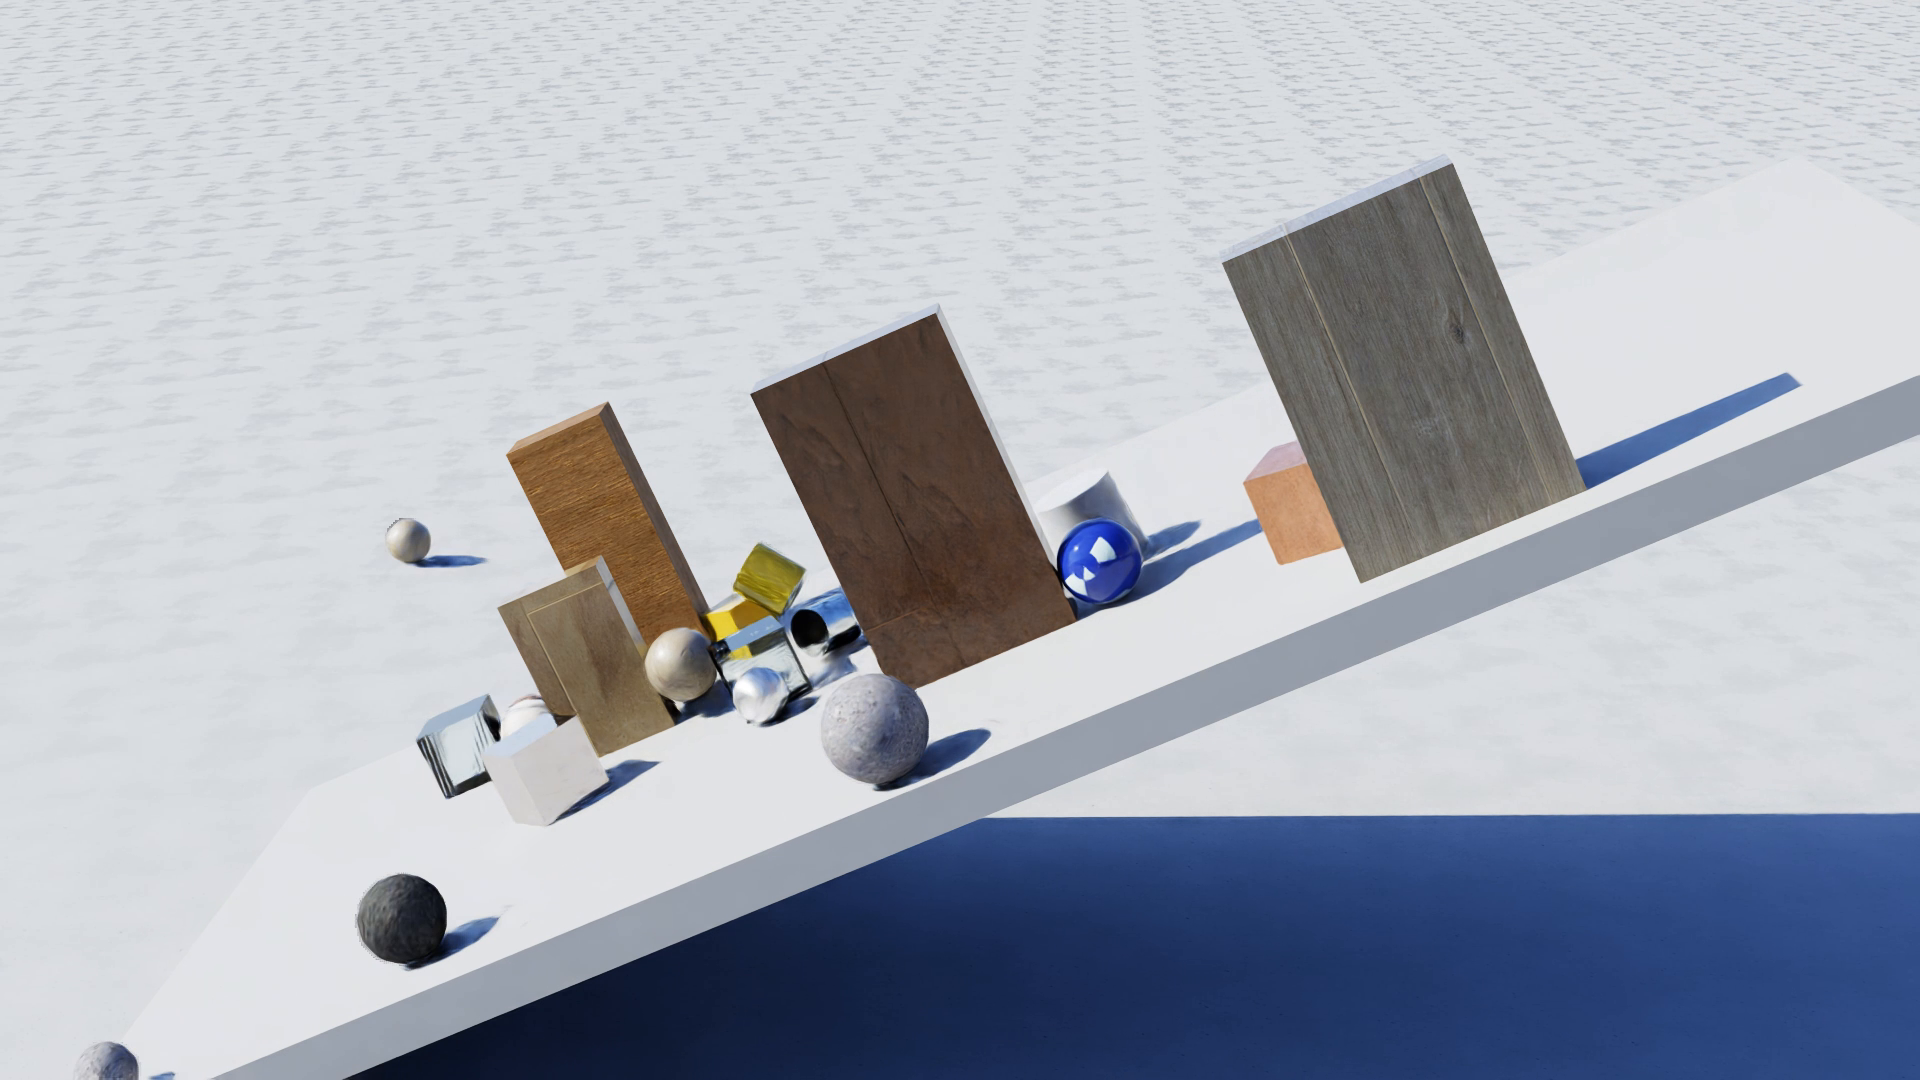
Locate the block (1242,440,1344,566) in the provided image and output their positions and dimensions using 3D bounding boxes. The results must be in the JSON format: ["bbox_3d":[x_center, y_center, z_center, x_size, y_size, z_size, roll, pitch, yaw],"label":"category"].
[{"bbox_3d":[0.685,-0.088,5.653,0.181,0.181,0.181,-17,15,30],"label":"block"}]

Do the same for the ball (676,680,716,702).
[{"bbox_3d":[-0.623,0.290,6.641,0.152,0.152,0.152,0,15,0],"label":"ball"}]

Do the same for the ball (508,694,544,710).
[{"bbox_3d":[-1.005,0.421,6.899,0.120,0.120,0.120,0,15,0],"label":"ball"}]

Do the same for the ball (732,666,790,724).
[{"bbox_3d":[-0.418,0.326,6.188,0.119,0.119,0.119,0,15,0],"label":"ball"}]

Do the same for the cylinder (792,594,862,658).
[{"bbox_3d":[-0.294,0.189,6.482,0.111,0.111,0.111,12,23,37],"label":"cylinder"}]

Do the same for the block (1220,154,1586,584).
[{"bbox_3d":[0.793,-0.304,5.273,0.435,0.641,0.122,-23,13,8],"label":"block"}]

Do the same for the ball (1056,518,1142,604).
[{"bbox_3d":[0.280,0.042,5.906,0.173,0.173,0.173,0,15,0],"label":"ball"}]

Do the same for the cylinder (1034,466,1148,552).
[{"bbox_3d":[0.273,-0.030,6.155,0.179,0.179,0.179,-29,12,7],"label":"cylinder"}]

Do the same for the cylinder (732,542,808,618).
[{"bbox_3d":[-0.439,0.093,6.817,0.130,0.130,0.130,29,19,4],"label":"cylinder"}]

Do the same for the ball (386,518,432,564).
[{"bbox_3d":[-1.860,0.004,9.928,0.150,0.150,0.150,0,15,0],"label":"ball"}]

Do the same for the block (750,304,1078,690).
[{"bbox_3d":[-0.087,-0.076,5.897,0.403,0.687,0.109,-23,13,8],"label":"block"}]

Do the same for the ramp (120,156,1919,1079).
[{"bbox_3d":[0.133,0.170,6.284,4.000,0.100,2.000,-23,13,8],"label":"ramp"}]

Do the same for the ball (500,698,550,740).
[{"bbox_3d":[-0.972,0.437,6.697,0.151,0.151,0.151,0,15,0],"label":"ball"}]

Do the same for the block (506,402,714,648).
[{"bbox_3d":[-0.803,0.025,6.911,0.240,0.648,0.141,-23,13,8],"label":"block"}]

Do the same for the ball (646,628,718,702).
[{"bbox_3d":[-0.610,0.273,6.456,0.161,0.161,0.161,0,15,0],"label":"ball"}]

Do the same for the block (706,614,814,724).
[{"bbox_3d":[-0.431,0.277,6.321,0.158,0.158,0.158,-27,13,-8],"label":"block"}]

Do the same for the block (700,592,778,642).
[{"bbox_3d":[-0.512,0.195,6.900,0.114,0.114,0.114,-35,16,-38],"label":"block"}]

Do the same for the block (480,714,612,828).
[{"bbox_3d":[-0.885,0.490,6.280,0.172,0.172,0.172,-32,14,-28],"label":"block"}]

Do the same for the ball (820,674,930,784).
[{"bbox_3d":[-0.157,0.348,5.426,0.203,0.203,0.203,0,15,0],"label":"ball"}]

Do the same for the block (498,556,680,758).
[{"bbox_3d":[-0.822,0.269,6.523,0.243,0.404,0.084,-23,13,8],"label":"block"}]

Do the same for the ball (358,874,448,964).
[{"bbox_3d":[-1.075,0.730,5.673,0.172,0.172,0.172,0,15,0],"label":"ball"}]

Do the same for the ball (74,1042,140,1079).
[{"bbox_3d":[-1.641,1.027,5.652,0.122,0.122,0.122,0,15,0],"label":"ball"}]

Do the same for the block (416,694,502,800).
[{"bbox_3d":[-1.144,0.479,6.836,0.159,0.159,0.159,-24,13,6],"label":"block"}]
